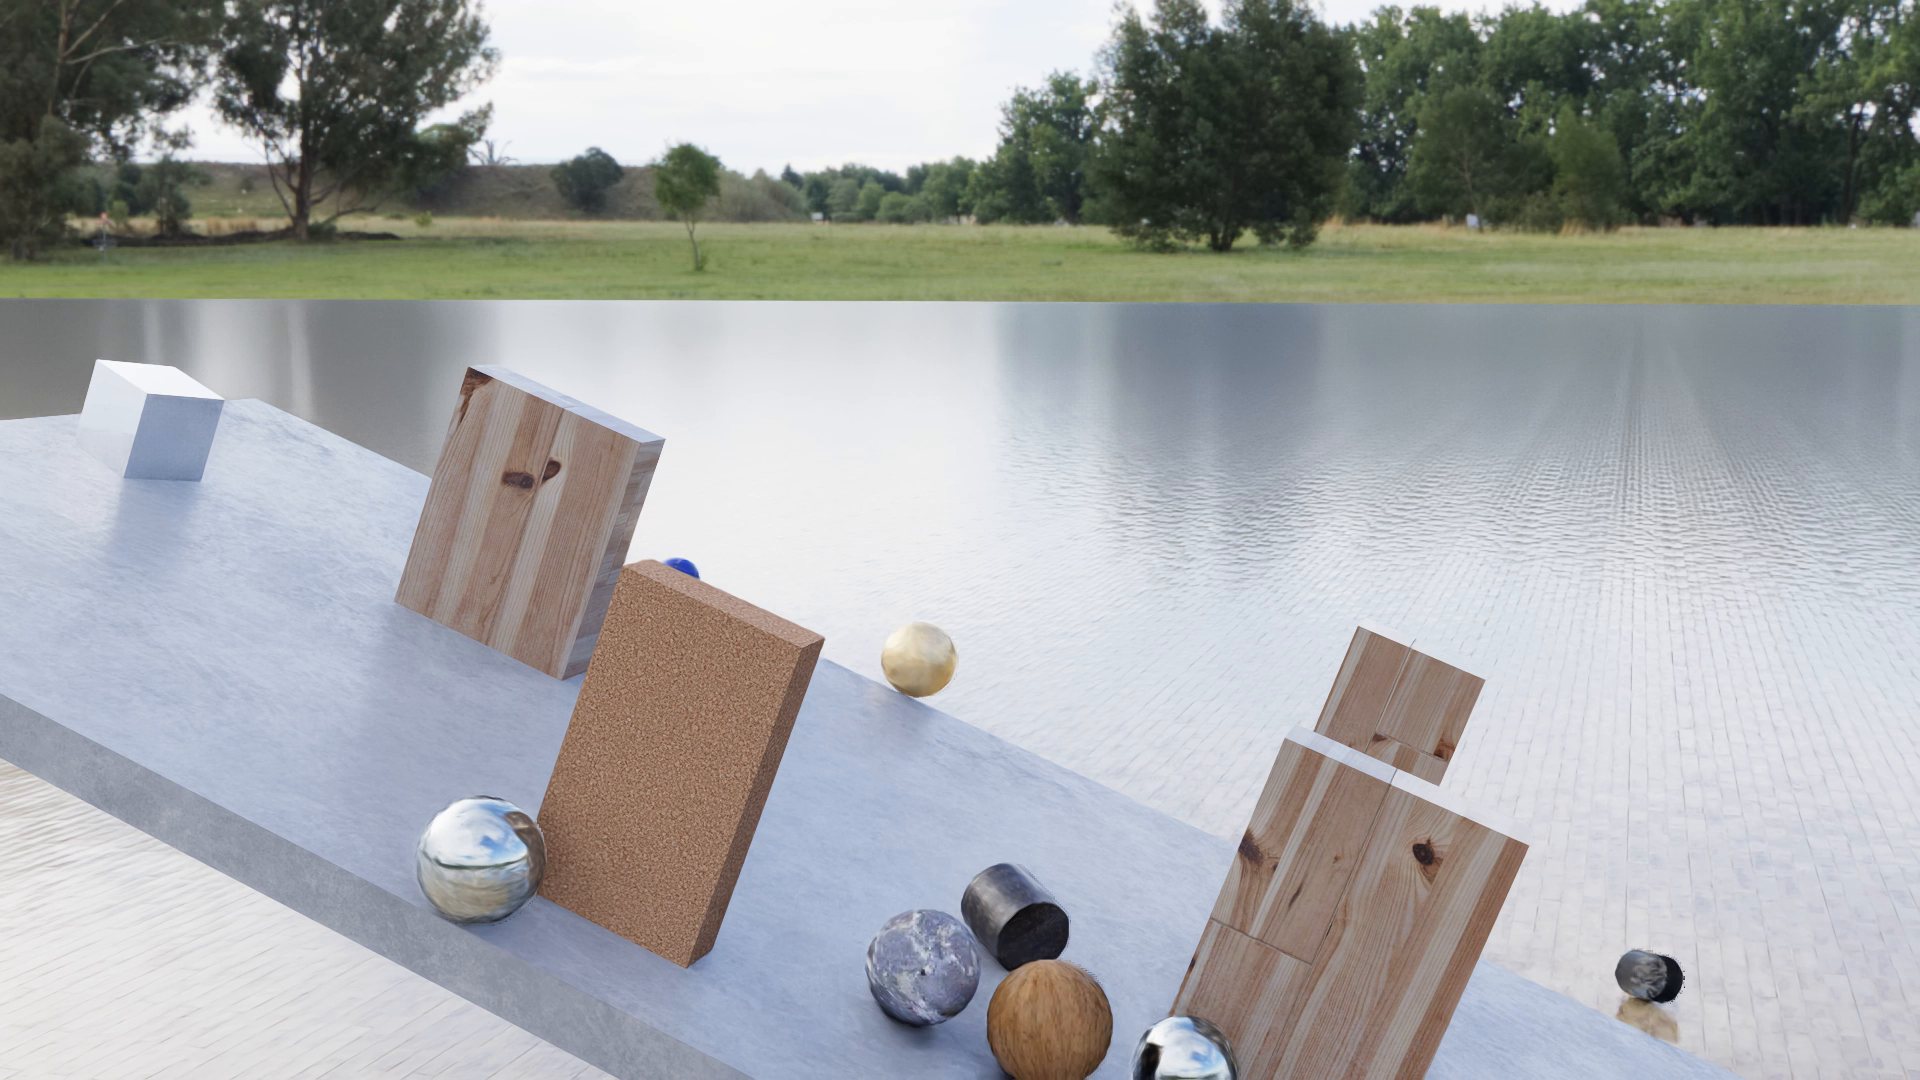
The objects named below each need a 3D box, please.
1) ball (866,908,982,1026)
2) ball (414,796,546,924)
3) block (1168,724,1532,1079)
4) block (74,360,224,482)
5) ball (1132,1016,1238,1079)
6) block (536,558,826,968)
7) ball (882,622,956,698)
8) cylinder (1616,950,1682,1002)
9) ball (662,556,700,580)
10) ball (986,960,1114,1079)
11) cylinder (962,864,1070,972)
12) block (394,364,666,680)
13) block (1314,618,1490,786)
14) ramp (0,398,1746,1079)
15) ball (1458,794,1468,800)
[{"bbox_3d":[-0.059,0.682,3.510,0.185,0.185,0.185,0,7,0],"label":"ball"},{"bbox_3d":[-0.720,0.480,3.300,0.191,0.191,0.191,0,7,0],"label":"ball"},{"bbox_3d":[0.620,0.674,3.620,0.415,0.616,0.115,24,13,13],"label":"block"},{"bbox_3d":[-1.758,-0.257,4.767,0.194,0.194,0.194,28,15,31],"label":"block"},{"bbox_3d":[0.357,0.842,3.497,0.169,0.169,0.169,0,7,0],"label":"ball"},{"bbox_3d":[-0.457,0.347,3.443,0.314,0.552,0.102,24,13,13],"label":"block"},{"bbox_3d":[-0.097,0.283,5.196,0.179,0.179,0.179,0,7,0],"label":"ball"},{"bbox_3d":[1.753,1.110,5.596,0.117,0.117,0.117,-2,-2,-17],"label":"cylinder"},{"bbox_3d":[-0.669,0.095,5.191,0.113,0.113,0.113,0,7,0],"label":"ball"},{"bbox_3d":[0.141,0.761,3.457,0.200,0.200,0.200,0,7,0],"label":"ball"},{"bbox_3d":[0.097,0.671,3.899,0.144,0.144,0.144,-3,22,-26],"label":"cylinder"},{"bbox_3d":[-0.880,-0.039,4.480,0.406,0.520,0.113,24,13,13],"label":"block"},{"bbox_3d":[0.866,0.512,4.678,0.282,0.625,0.119,24,13,13],"label":"block"},{"bbox_3d":[-0.320,0.576,4.203,4.000,0.100,2.000,24,13,13],"label":"ramp"},{"bbox_3d":[1.561,0.907,7.011,0.200,0.200,0.200,0,7,0],"label":"ball"}]
